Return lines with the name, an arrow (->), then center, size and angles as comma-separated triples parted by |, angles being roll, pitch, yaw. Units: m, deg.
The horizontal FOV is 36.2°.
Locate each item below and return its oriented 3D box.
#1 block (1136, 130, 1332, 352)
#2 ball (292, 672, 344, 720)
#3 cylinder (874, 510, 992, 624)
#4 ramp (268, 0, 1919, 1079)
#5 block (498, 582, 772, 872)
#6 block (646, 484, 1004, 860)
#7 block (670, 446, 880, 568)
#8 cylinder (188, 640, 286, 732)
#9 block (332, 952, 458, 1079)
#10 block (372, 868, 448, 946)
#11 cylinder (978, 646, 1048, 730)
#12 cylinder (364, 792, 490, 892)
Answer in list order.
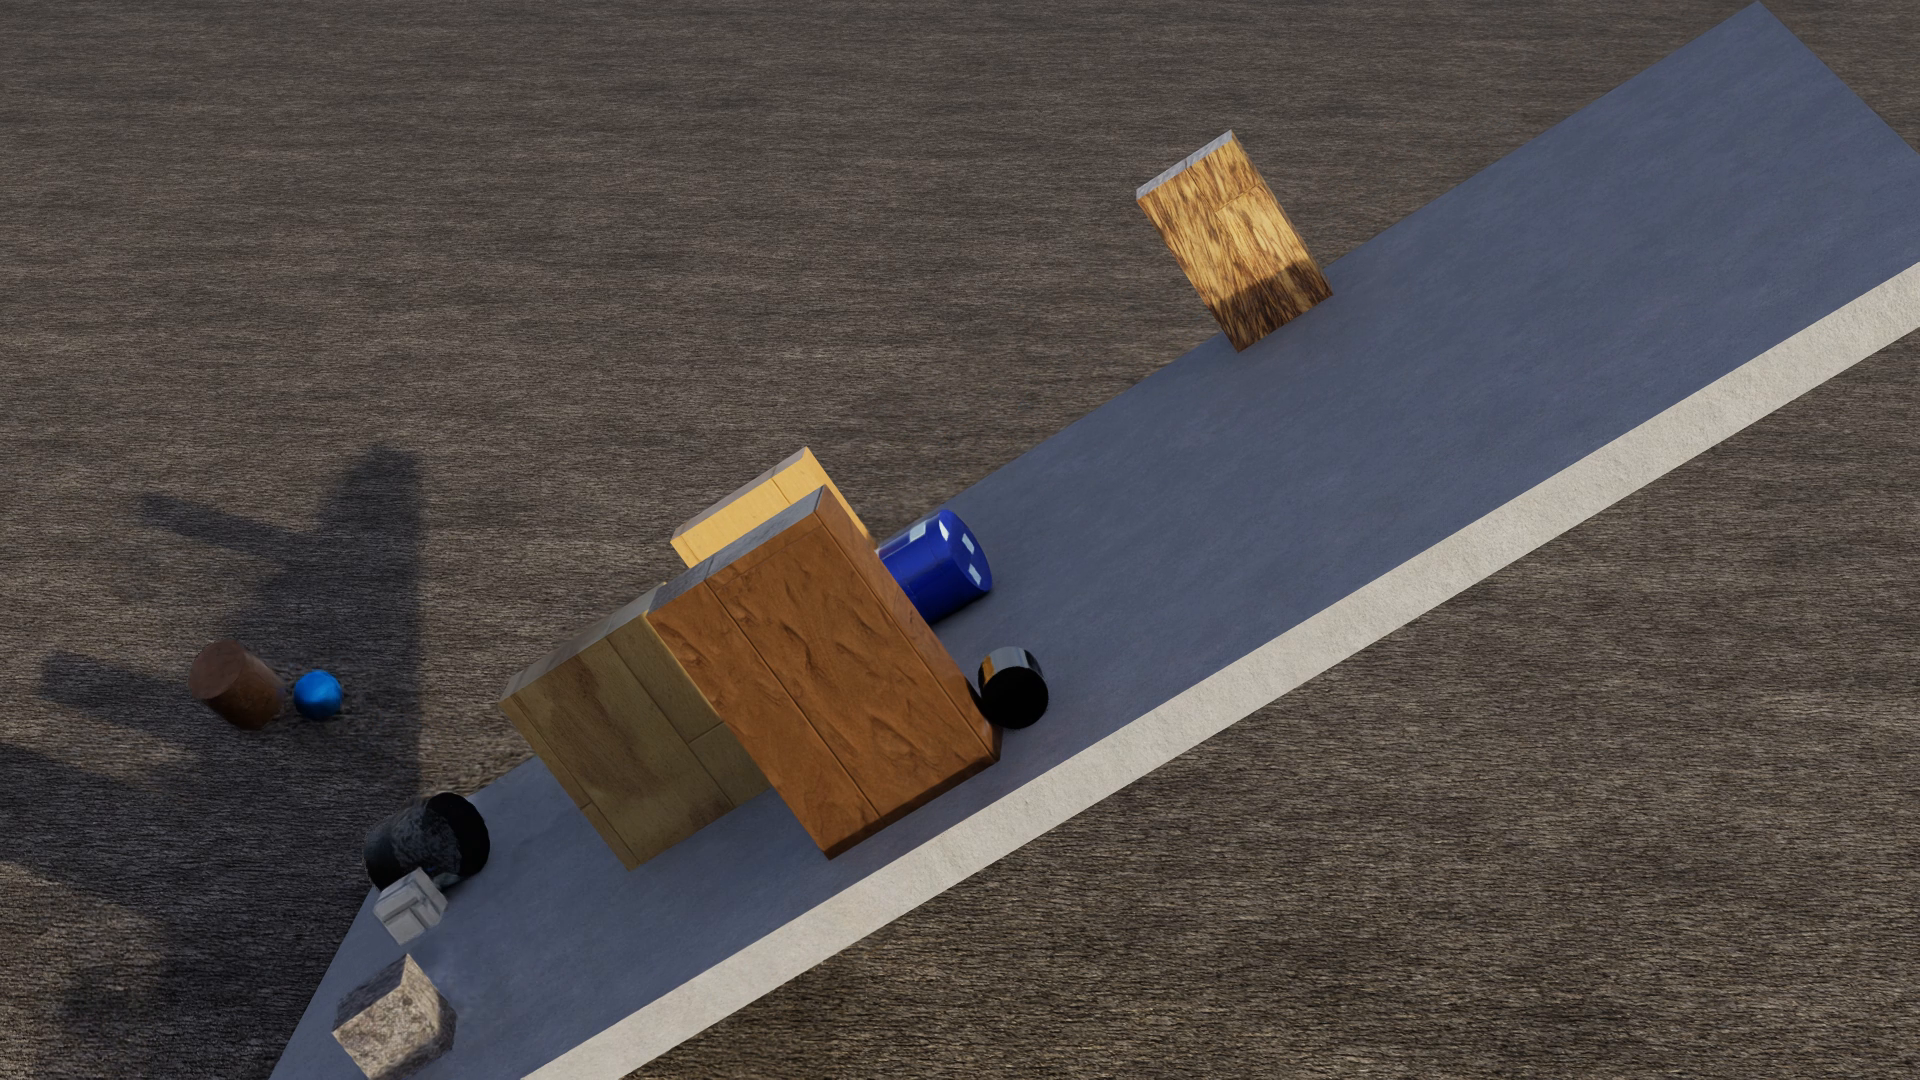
block -> 0.635, -0.690, 6.805 | 0.258, 0.435, 0.106 | -32, 16, 14
ball -> -1.883, 0.457, 8.629 | 0.144, 0.144, 0.144 | 0, 21, 0
cylinder -> -0.071, 0.071, 6.471 | 0.204, 0.204, 0.204 | -30, 13, 19
ramp -> 0.138, 0.172, 6.300 | 4.000, 0.100, 2.000 | -32, 16, 14
block -> -0.666, 0.399, 6.253 | 0.411, 0.468, 0.140 | -32, 16, 14
block -> -0.250, 0.253, 5.551 | 0.392, 0.597, 0.141 | -32, 16, 14
block -> -0.366, 0.077, 6.602 | 0.362, 0.456, 0.085 | -32, 16, 14
cylinder -> -2.095, 0.423, 8.525 | 0.195, 0.195, 0.195 | -16, 52, 21
block -> -1.168, 1.000, 6.083 | 0.174, 0.174, 0.174 | -35, 15, 3
block -> -1.287, 0.858, 6.890 | 0.110, 0.110, 0.110 | -32, 16, 14
cylinder -> 0.101, 0.282, 5.618 | 0.125, 0.125, 0.125 | -1, 16, -4
cylinder -> -1.275, 0.737, 7.035 | 0.210, 0.210, 0.210 | -26, 5, 32
